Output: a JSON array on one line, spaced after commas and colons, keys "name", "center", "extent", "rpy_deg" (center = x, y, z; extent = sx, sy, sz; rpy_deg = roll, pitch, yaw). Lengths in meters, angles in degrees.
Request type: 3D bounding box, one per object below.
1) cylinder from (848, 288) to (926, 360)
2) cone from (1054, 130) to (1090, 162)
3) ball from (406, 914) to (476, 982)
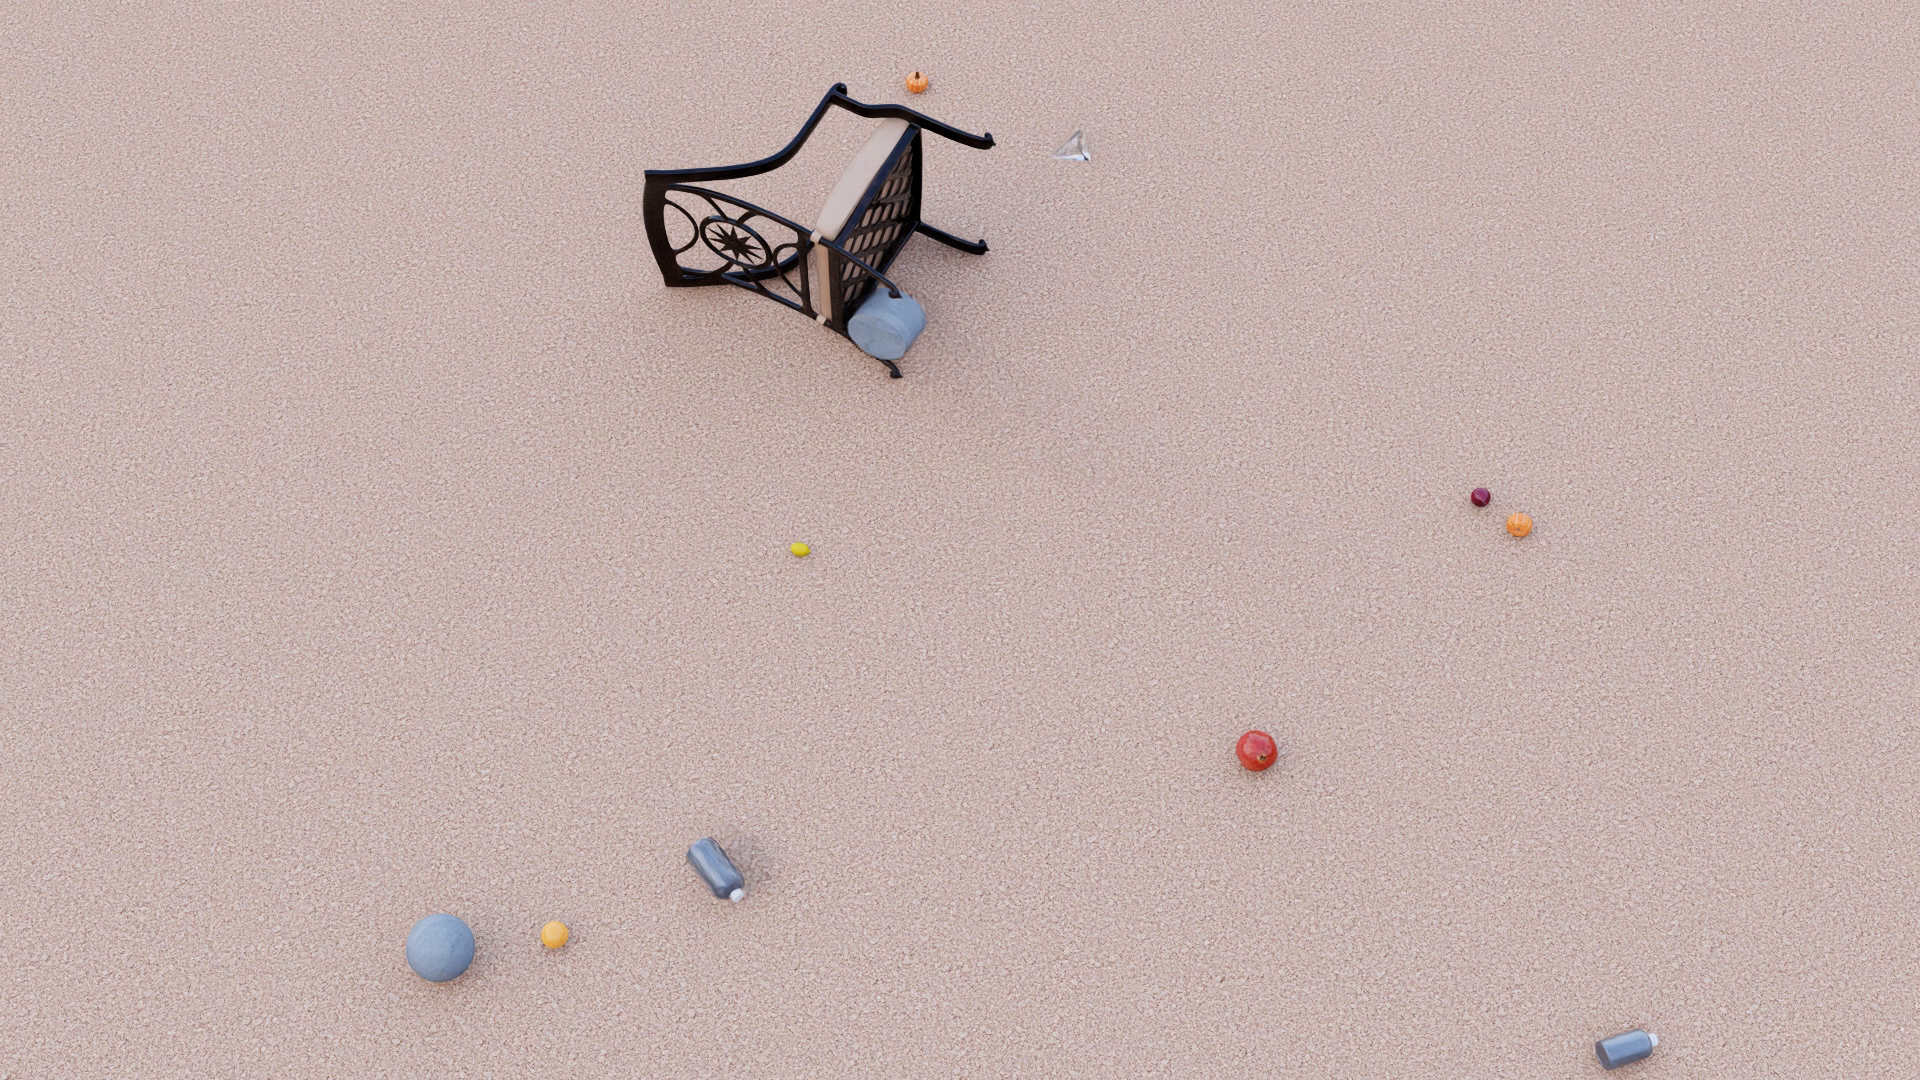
[{"name": "cylinder", "center": [-0.230, -0.681, 6.915], "extent": [0.201, 0.151, 0.161], "rpy_deg": [26, 45, 7]}, {"name": "cone", "center": [0.366, -1.315, 7.428], "extent": [0.115, 0.101, 0.113], "rpy_deg": [-16, 86, 19]}, {"name": "ball", "center": [-1.359, 1.067, 5.751], "extent": [0.178, 0.178, 0.178], "rpy_deg": [0, 56, 0]}]
